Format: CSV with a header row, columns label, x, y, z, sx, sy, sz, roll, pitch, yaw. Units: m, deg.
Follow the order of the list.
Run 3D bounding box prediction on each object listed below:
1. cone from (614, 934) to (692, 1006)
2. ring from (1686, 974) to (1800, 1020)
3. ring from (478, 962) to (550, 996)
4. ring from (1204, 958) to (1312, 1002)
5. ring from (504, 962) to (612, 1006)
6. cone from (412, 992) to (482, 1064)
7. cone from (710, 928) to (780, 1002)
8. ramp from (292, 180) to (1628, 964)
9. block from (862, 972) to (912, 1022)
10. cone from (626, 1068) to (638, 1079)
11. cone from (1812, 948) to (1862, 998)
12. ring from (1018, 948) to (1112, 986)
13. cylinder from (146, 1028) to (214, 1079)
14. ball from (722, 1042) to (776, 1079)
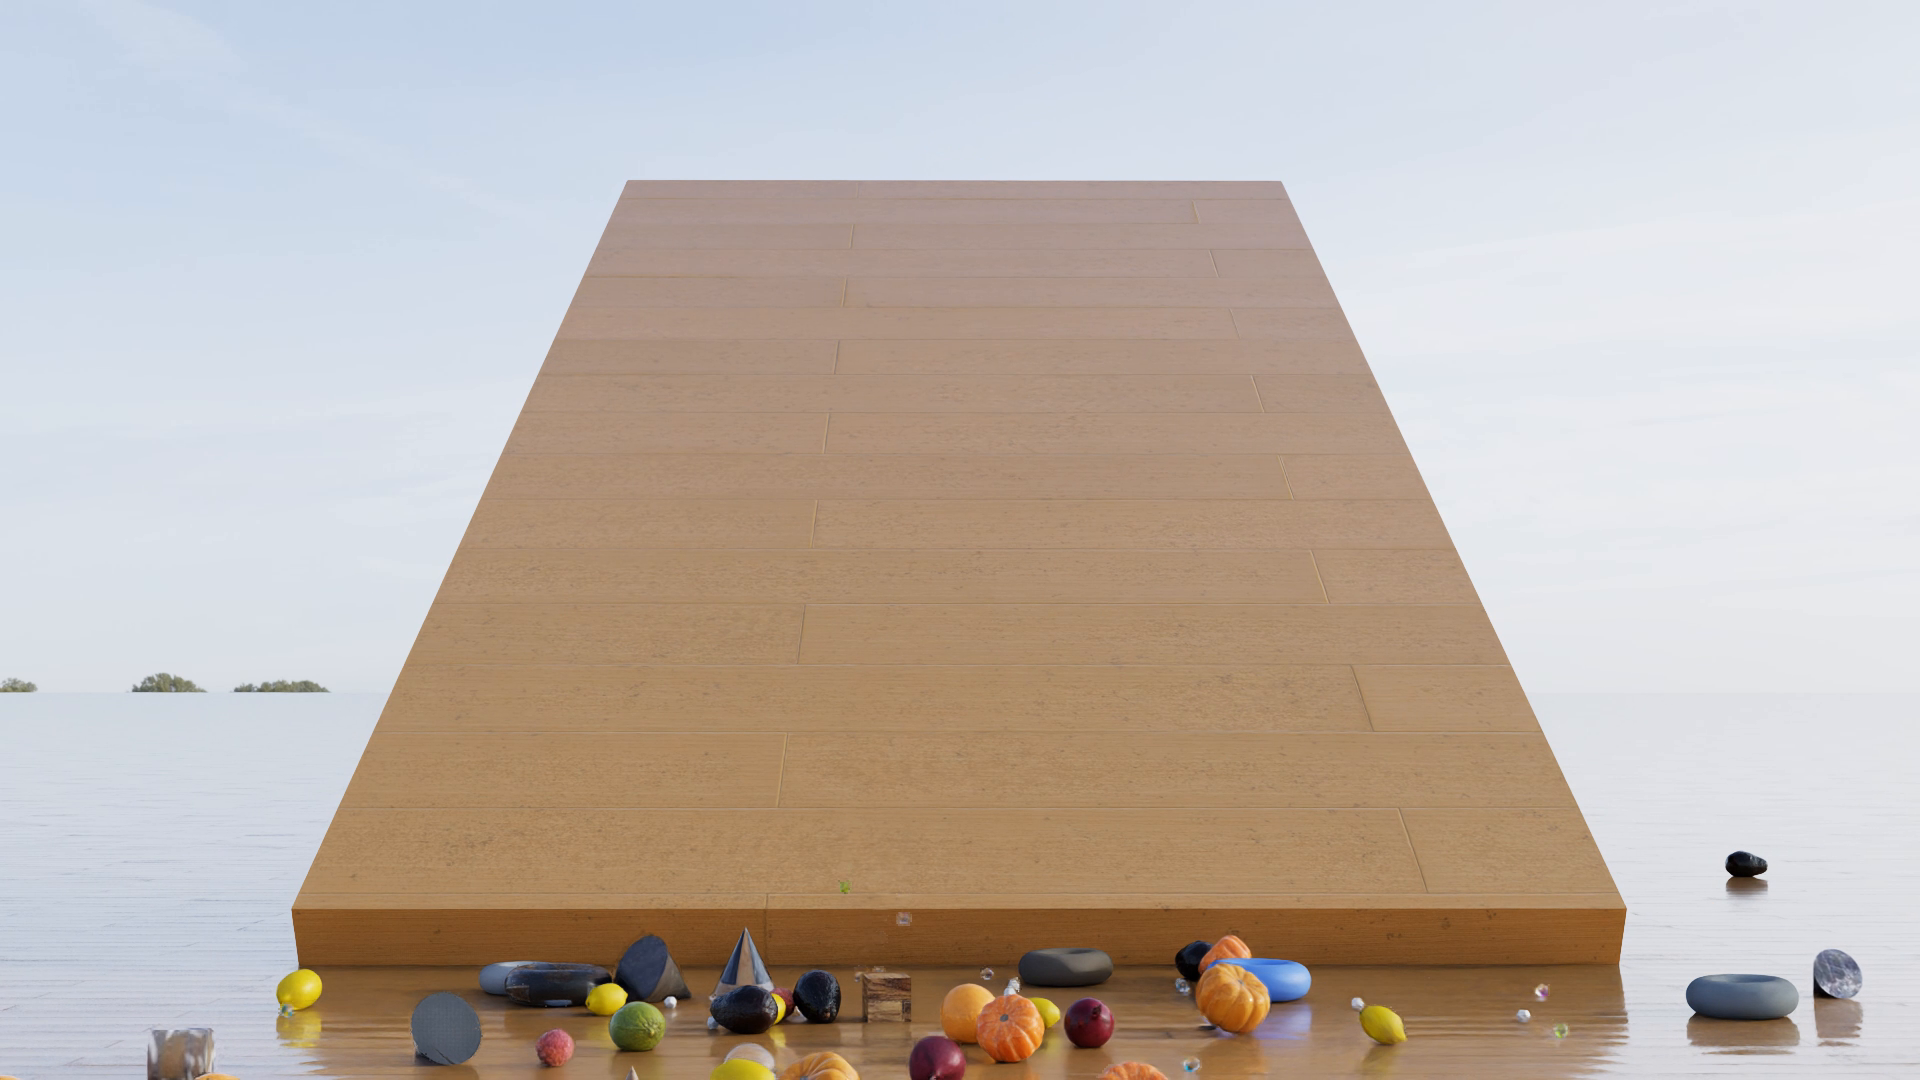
label,x,y,z,sx,sy,sz,roll,pitch,yaw
cone,-0.394,0.596,3.131,0.100,0.100,0.100,-4,-32,45
ring,1.005,0.587,2.999,0.139,0.046,0.139,-1,-4,0
ring,-0.606,0.605,3.220,0.116,0.039,0.116,0,-5,0
ring,0.403,0.596,3.161,0.145,0.048,0.145,1,-5,0
ring,-0.536,0.594,3.115,0.143,0.048,0.143,1,-5,0
cone,-0.600,0.568,2.643,0.085,0.085,0.085,3,-31,-39
cone,-0.291,0.572,3.163,0.096,0.096,0.096,0,-4,0
ramp,-0.008,-0.229,5.333,2.000,0.100,4.000,0,24,0
block,-0.093,0.580,2.955,0.055,0.055,0.055,1,-4,-10
cone,-0.314,0.532,2.231,0.058,0.058,0.058,0,-4,0
cone,1.185,0.606,3.195,0.071,0.071,0.071,1,-30,-11
ring,0.151,0.607,3.318,0.135,0.045,0.135,-1,-4,0
cylinder,-0.824,0.547,2.467,0.059,0.059,0.059,1,-4,-8
ball,-0.215,0.543,2.384,0.056,0.056,0.056,0,-4,0
